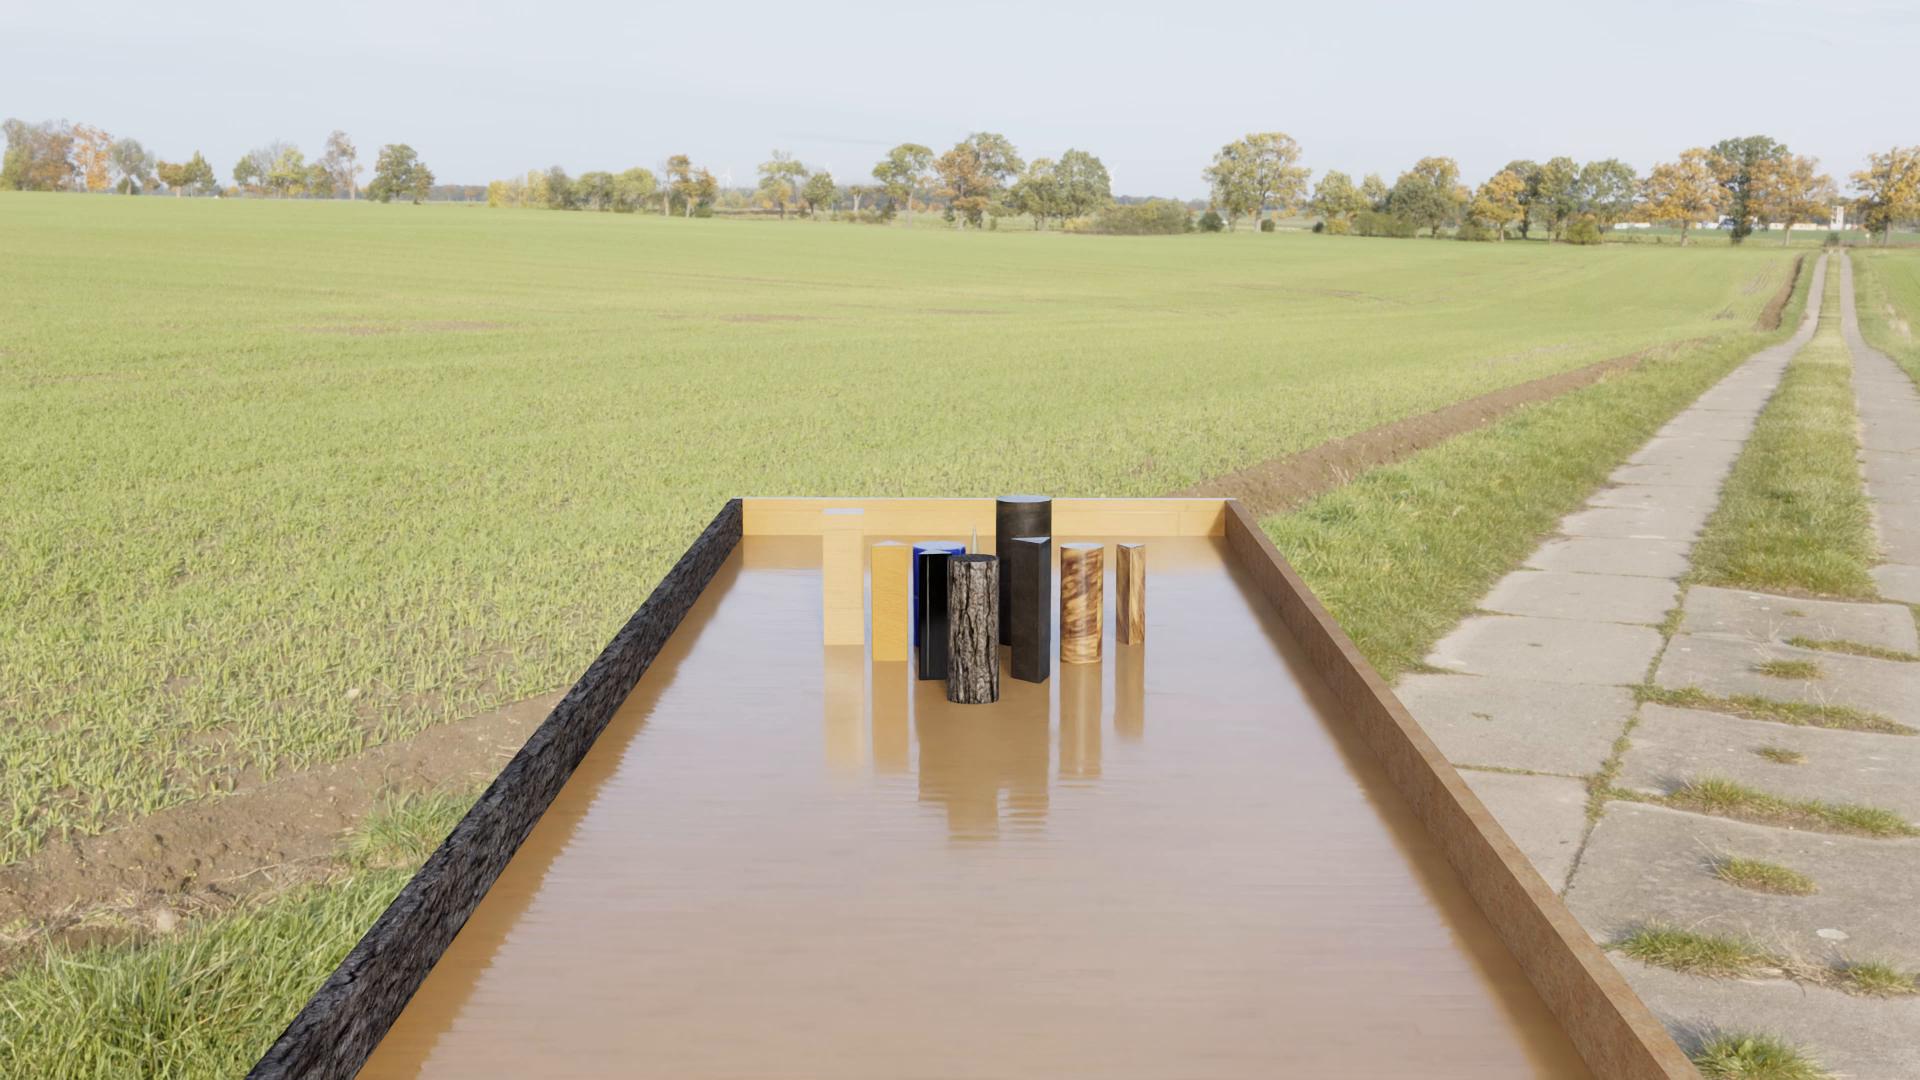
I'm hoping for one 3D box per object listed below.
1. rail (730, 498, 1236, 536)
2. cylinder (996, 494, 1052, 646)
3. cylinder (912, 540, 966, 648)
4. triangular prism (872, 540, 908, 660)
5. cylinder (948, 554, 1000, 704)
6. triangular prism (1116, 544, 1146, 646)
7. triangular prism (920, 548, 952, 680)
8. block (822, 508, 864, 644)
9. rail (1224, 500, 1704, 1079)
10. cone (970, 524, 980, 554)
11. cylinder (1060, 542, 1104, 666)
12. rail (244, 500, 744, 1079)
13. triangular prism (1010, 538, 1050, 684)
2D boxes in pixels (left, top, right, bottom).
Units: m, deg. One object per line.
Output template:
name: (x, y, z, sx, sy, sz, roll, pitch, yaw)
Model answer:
rail: (0.099, -0.098, 9.147, 2.100, 0.150, 0.050, 0, 9, 1)
cylinder: (0.201, 0.095, 6.947, 0.177, 0.457, 0.177, 0, 9, 0)
cylinder: (-0.065, 0.172, 6.916, 0.167, 0.316, 0.167, 0, 9, 0)
triangular prism: (-0.215, 0.184, 6.713, 0.109, 0.355, 0.094, 0, 9, -2)
cylinder: (0.037, 0.248, 6.160, 0.145, 0.401, 0.145, 0, 9, 0)
triangular prism: (0.528, 0.168, 6.953, 0.079, 0.312, 0.091, 6, 11, 34)
triangular prism: (-0.078, 0.217, 6.444, 0.097, 0.374, 0.084, -2, 9, -11)
block: (-0.368, 0.114, 6.962, 0.127, 0.415, 0.127, 0, 9, -2)
rail: (1.046, 0.843, 3.208, 0.050, 0.150, 12.000, 0, 9, 1)
cone: (0.044, 0.153, 6.686, 0.123, 0.425, 0.123, 0, 9, 0)
cylinder: (0.369, 0.192, 6.667, 0.130, 0.354, 0.130, 0, 9, 0)
rail: (-1.004, 0.839, 3.234, 0.050, 0.150, 12.000, 0, 9, 1)
triangular prism: (0.226, 0.201, 6.422, 0.101, 0.413, 0.116, -9, 12, -43)
